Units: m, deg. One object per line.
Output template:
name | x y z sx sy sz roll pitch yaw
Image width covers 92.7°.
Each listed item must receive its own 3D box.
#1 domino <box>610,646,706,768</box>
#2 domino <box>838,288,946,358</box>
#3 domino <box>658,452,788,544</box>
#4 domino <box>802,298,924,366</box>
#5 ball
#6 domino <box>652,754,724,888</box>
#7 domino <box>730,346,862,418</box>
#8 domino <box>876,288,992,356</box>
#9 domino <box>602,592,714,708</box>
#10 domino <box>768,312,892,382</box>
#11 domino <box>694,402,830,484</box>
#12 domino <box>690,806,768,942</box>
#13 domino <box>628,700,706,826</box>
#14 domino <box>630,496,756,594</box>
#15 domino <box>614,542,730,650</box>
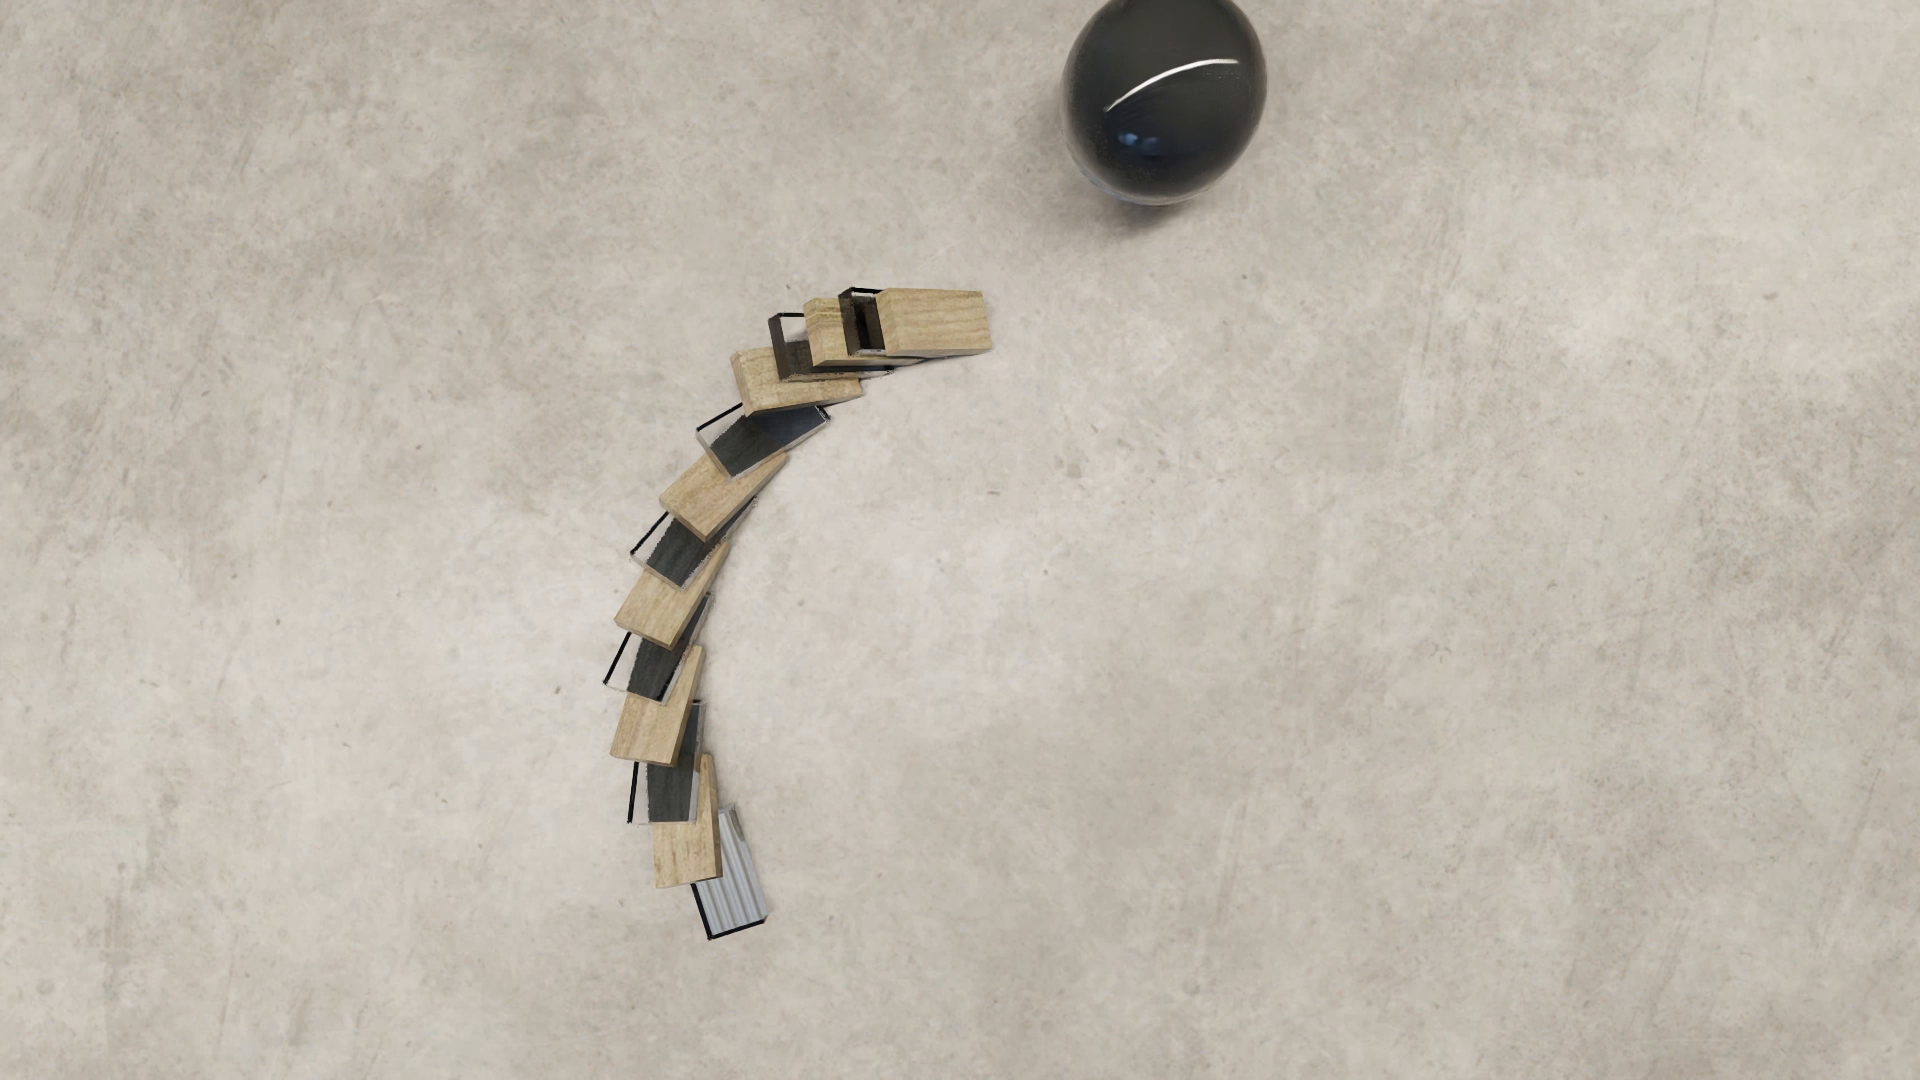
domino | -0.126 0.068 0.385 0.025 0.009 0.050 9 66 0
domino | -0.025 -0.089 0.380 0.050 0.010 0.025 -8 88 -40
domino | -0.099 -0.025 0.385 0.025 0.009 0.050 40 66 1
domino | -0.039 -0.086 0.380 0.050 0.010 0.025 -10 89 -40
ball | 0.079 -0.174 0.360 0.080 0.080 0.080 0 90 0
domino | -0.116 0.118 0.386 0.025 0.009 0.050 -11 67 0
domino | -0.068 -0.068 0.382 0.050 0.010 0.025 -16 90 -34
domino | -0.010 -0.090 0.380 0.050 0.010 0.025 -11 90 -40
domino | -0.126 0.042 0.386 0.025 0.009 0.050 19 66 0
domino | -0.053 -0.080 0.380 0.050 0.010 0.025 -12 90 -40
domino | -0.083 -0.048 0.386 0.050 0.009 0.025 -36 90 -23
domino | -0.103 0.143 0.395 0.025 0.010 0.050 -18 90 0
domino | -0.123 0.093 0.385 0.025 0.009 0.050 -1 66 0
domino | -0.112 -0.005 0.385 0.025 0.009 0.050 34 66 0
domino | -0.120 0.018 0.385 0.025 0.009 0.050 25 65 0
